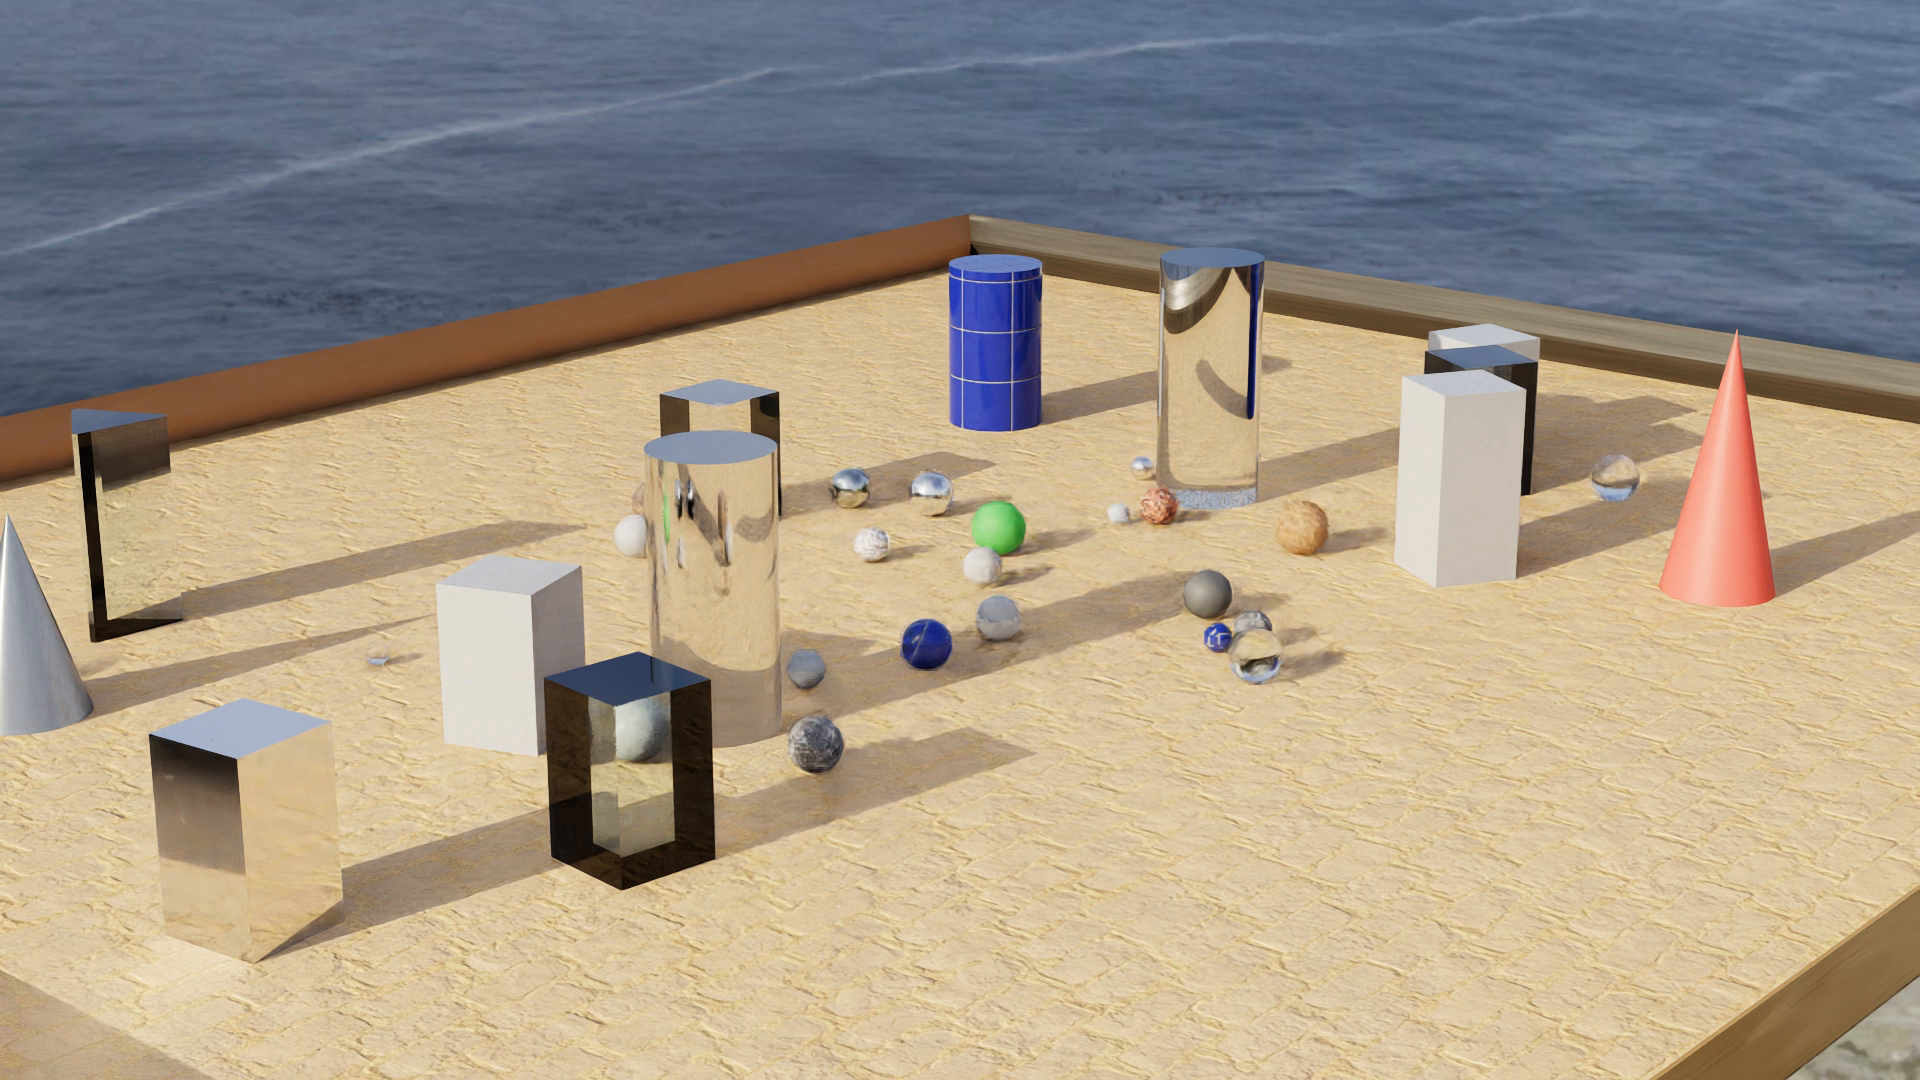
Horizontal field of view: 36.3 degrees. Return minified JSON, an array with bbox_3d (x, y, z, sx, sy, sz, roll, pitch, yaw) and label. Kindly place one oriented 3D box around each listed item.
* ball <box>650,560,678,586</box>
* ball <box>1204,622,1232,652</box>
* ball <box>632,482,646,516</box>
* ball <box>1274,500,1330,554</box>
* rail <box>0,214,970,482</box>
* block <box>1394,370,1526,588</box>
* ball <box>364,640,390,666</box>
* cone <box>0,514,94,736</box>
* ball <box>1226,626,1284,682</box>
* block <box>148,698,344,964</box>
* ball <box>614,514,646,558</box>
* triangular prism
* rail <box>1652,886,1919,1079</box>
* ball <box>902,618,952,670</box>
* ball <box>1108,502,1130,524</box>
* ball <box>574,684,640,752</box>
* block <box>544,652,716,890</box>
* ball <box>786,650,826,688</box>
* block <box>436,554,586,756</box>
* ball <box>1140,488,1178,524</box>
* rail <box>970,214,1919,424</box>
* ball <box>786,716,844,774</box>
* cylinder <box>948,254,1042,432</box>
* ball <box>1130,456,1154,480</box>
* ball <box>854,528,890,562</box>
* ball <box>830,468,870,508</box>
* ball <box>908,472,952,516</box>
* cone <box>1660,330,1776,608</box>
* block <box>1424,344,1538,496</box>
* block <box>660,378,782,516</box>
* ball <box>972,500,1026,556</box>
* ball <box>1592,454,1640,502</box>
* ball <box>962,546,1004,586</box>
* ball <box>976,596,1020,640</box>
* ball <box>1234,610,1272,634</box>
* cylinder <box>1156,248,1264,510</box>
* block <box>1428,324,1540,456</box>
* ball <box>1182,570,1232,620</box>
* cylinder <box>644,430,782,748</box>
[{"bbox_3d":[-0.523,0.059,5.180,0.046,0.046,0.046,0,17,0],"label":"ball"},{"bbox_3d":[0.426,0.161,4.837,0.049,0.049,0.049,0,17,0],"label":"ball"},{"bbox_3d":[-0.573,-0.069,5.523,0.093,0.093,0.093,0,17,0],"label":"ball"},{"bbox_3d":[0.625,-0.023,5.361,0.099,0.099,0.099,0,17,0],"label":"ball"},{"bbox_3d":[-1.433,-0.326,6.311,0.045,0.130,4.500,14,22,39],"label":"rail"},{"bbox_3d":[0.889,-0.111,5.221,0.160,0.348,0.160,-6,18,-18],"label":"block"},{"bbox_3d":[-0.948,0.184,4.773,0.041,0.041,0.041,0,17,0],"label":"ball"},{"bbox_3d":[-1.451,0.113,4.514,0.199,0.326,0.199,0,17,0],"label":"cone"},{"bbox_3d":[0.472,0.183,4.690,0.090,0.090,0.090,0,17,0],"label":"ball"},{"bbox_3d":[-0.911,0.369,3.750,0.160,0.276,0.160,11,20,32],"label":"block"},{"bbox_3d":[-0.589,-0.007,5.338,0.082,0.082,0.082,0,17,0],"label":"ball"},{"bbox_3d":[-1.439,-0.034,4.943,0.150,0.360,0.173,16,23,42],"label":"triangular prism"},{"bbox_3d":[1.433,0.391,3.929,0.045,0.130,4.500,14,22,39],"label":"rail"},{"bbox_3d":[-0.054,0.169,4.750,0.084,0.084,0.084,0,17,0],"label":"ball"},{"bbox_3d":[0.300,-0.050,5.551,0.042,0.042,0.042,0,17,0],"label":"ball"},{"bbox_3d":[-0.530,0.267,4.397,0.100,0.100,0.100,0,17,0],"label":"ball"},{"bbox_3d":[-0.447,0.310,3.974,0.160,0.260,0.160,-15,22,-41],"label":"block"},{"bbox_3d":[-0.245,0.206,4.665,0.061,0.061,0.061,0,17,0],"label":"ball"},{"bbox_3d":[-0.677,0.173,4.443,0.160,0.253,0.160,6,18,20],"label":"block"},{"bbox_3d":[0.376,-0.064,5.546,0.071,0.071,0.071,0,17,0],"label":"ball"},{"bbox_3d":[1.460,-0.452,6.729,3.842,0.130,0.045,14,22,39],"label":"rail"},{"bbox_3d":[-0.213,0.301,4.312,0.084,0.084,0.084,0,17,0],"label":"ball"},{"bbox_3d":[0.076,-0.422,6.260,0.199,0.343,0.199,0,17,0],"label":"cylinder"},{"bbox_3d":[0.363,-0.143,5.848,0.049,0.049,0.049,0,17,0],"label":"ball"},{"bbox_3d":[-0.161,0.008,5.318,0.064,0.064,0.064,0,17,0],"label":"ball"},{"bbox_3d":[-0.211,-0.100,5.652,0.079,0.079,0.079,0,17,0],"label":"ball"},{"bbox_3d":[-0.056,-0.088,5.602,0.085,0.085,0.085,0,17,0],"label":"ball"},{"bbox_3d":[1.333,-0.138,5.098,0.199,0.470,0.199,0,17,0],"label":"cone"},{"bbox_3d":[1.016,-0.230,5.755,0.160,0.268,0.160,-6,18,-19],"label":"block"},{"bbox_3d":[-0.454,-0.161,5.563,0.160,0.246,0.160,14,22,38],"label":"block"},{"bbox_3d":[0.071,-0.022,5.355,0.100,0.100,0.100,0,17,0],"label":"ball"},{"bbox_3d":[1.273,-0.120,5.691,0.093,0.093,0.093,0,17,0],"label":"ball"},{"bbox_3d":[0.040,0.047,5.177,0.071,0.071,0.071,0,17,0],"label":"ball"},{"bbox_3d":[0.063,0.130,4.891,0.076,0.076,0.076,0,17,0],"label":"ball"},{"bbox_3d":[0.484,0.148,4.851,0.065,0.065,0.065,0,17,0],"label":"ball"},{"bbox_3d":[0.483,-0.314,5.675,0.199,0.474,0.199,0,17,0],"label":"cylinder"},{"bbox_3d":[1.069,-0.299,6.015,0.160,0.249,0.160,-9,19,-28],"label":"block"},{"bbox_3d":[0.423,0.093,5.001,0.085,0.085,0.085,0,17,0],"label":"ball"},{"bbox_3d":[-0.373,0.073,4.447,0.199,0.442,0.199,0,17,0],"label":"cylinder"}]
